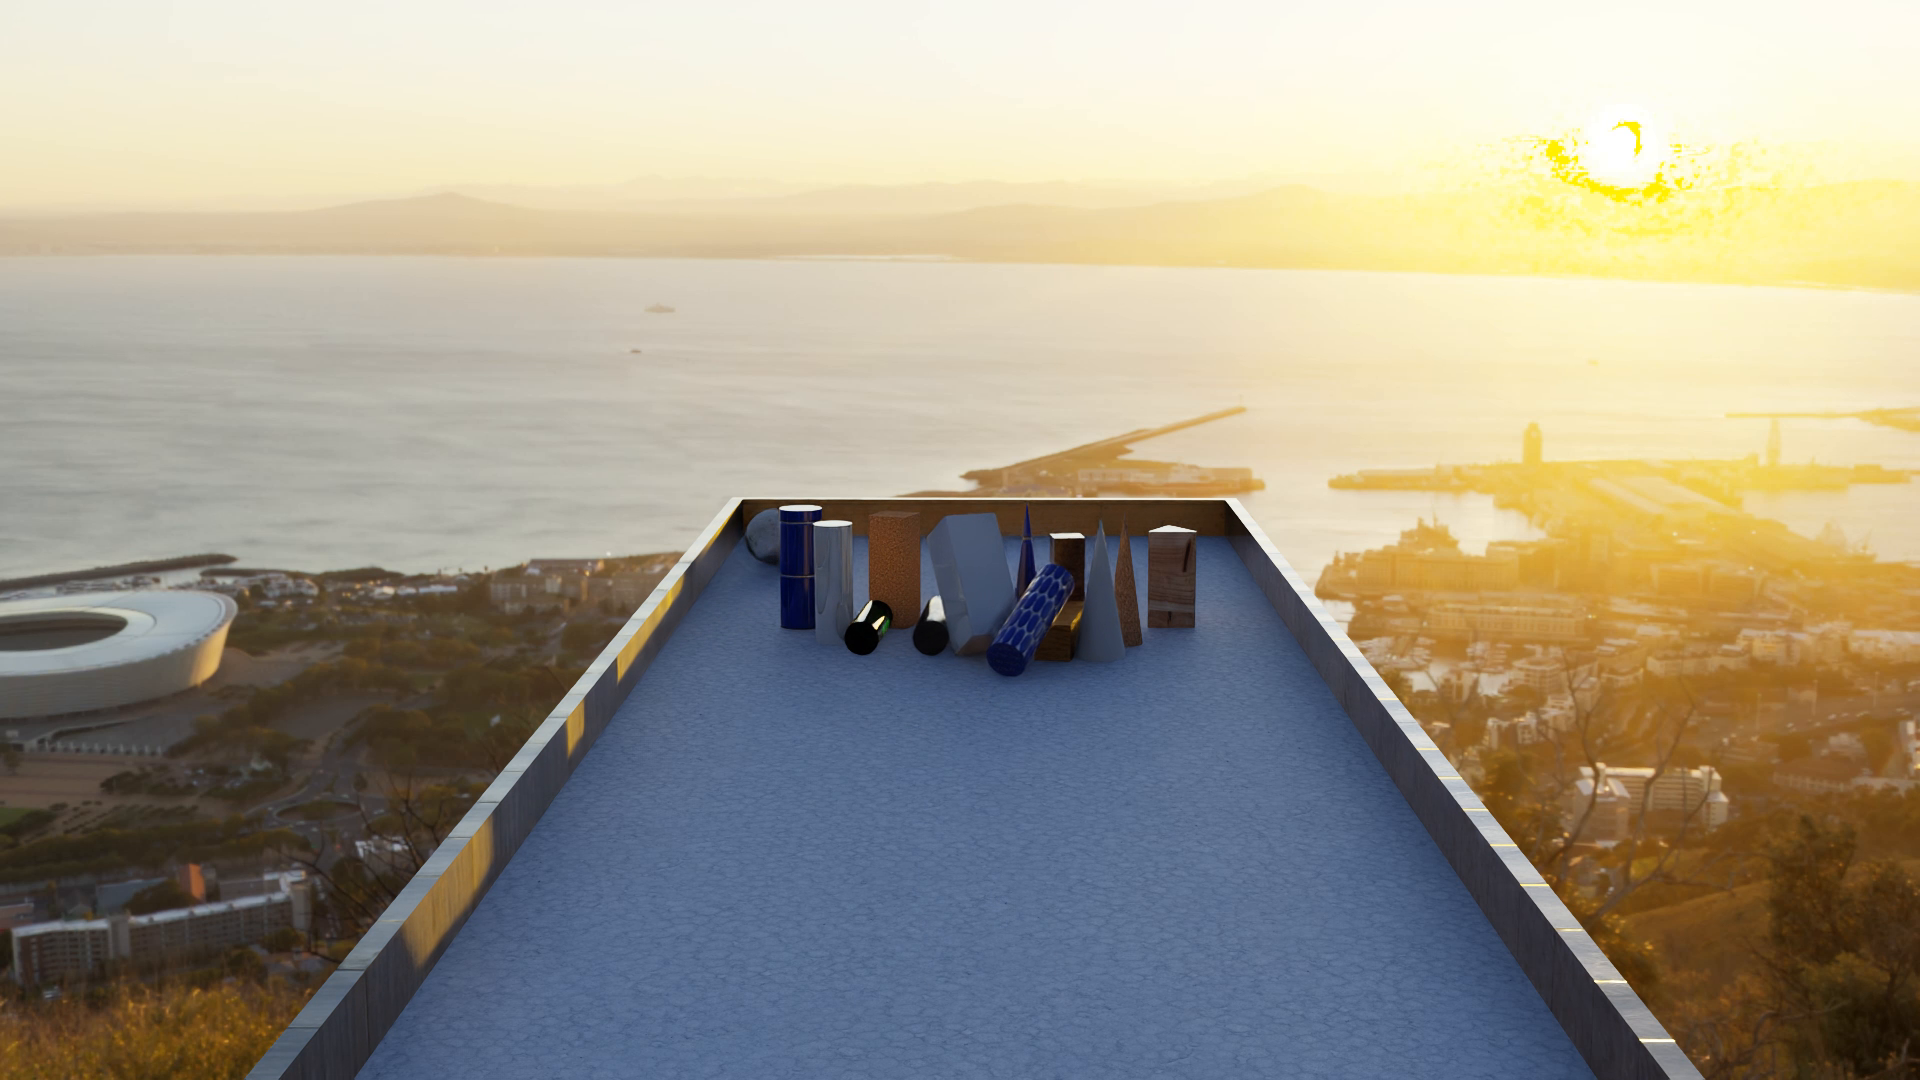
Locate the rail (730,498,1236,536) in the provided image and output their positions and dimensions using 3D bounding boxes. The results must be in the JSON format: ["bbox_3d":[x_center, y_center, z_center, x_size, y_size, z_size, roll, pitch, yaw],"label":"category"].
[{"bbox_3d":[0.099,-0.098,9.147,2.100,0.150,0.050,0,9,1],"label":"rail"}]

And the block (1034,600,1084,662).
[{"bbox_3d":[0.315,0.282,6.871,0.112,0.112,0.401,2,9,10],"label":"block"}]

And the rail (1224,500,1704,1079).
[{"bbox_3d":[1.046,0.843,3.208,0.050,0.150,12.000,0,9,1],"label":"rail"}]

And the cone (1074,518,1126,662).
[{"bbox_3d":[0.428,0.141,6.709,0.160,0.438,0.160,0,10,0],"label":"cone"}]

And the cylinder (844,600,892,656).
[{"bbox_3d":[-0.286,0.275,6.937,0.107,0.107,0.354,1,9,5],"label":"cylinder"}]

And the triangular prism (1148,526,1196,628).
[{"bbox_3d":[0.692,0.119,7.240,0.153,0.318,0.132,0,9,0],"label":"triangular prism"}]

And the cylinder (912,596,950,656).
[{"bbox_3d":[-0.076,0.268,6.966,0.109,0.109,0.424,1,9,4],"label":"cylinder"}]

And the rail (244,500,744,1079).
[{"bbox_3d":[-1.004,0.839,3.234,0.050,0.150,12.000,0,9,1],"label":"rail"}]

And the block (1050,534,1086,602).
[{"bbox_3d":[0.349,0.137,7.177,0.100,0.304,0.100,-1,9,-7],"label":"block"}]

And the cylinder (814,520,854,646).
[{"bbox_3d":[-0.399,0.134,6.950,0.123,0.378,0.123,-1,9,0],"label":"cylinder"}]

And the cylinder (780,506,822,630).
[{"bbox_3d":[-0.520,0.089,7.198,0.139,0.391,0.139,0,9,0],"label":"cylinder"}]

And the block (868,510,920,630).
[{"bbox_3d":[-0.214,0.097,7.223,0.128,0.368,0.128,4,10,22],"label":"block"}]

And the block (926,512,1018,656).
[{"bbox_3d":[0.045,0.136,6.790,0.170,0.397,0.170,-4,-22,-24],"label":"block"}]

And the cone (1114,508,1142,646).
[{"bbox_3d":[0.517,0.112,6.921,0.121,0.432,0.121,0,9,0],"label":"cone"}]

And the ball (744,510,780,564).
[{"bbox_3d":[-0.714,-0.011,8.400,0.213,0.213,0.213,0,9,0],"label":"ball"}]

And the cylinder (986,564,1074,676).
[{"bbox_3d":[0.214,0.238,6.595,0.123,0.123,0.418,4,34,24],"label":"cylinder"}]

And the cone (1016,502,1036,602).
[{"bbox_3d":[0.211,0.099,6.928,0.113,0.456,0.113,0,9,0],"label":"cone"}]
